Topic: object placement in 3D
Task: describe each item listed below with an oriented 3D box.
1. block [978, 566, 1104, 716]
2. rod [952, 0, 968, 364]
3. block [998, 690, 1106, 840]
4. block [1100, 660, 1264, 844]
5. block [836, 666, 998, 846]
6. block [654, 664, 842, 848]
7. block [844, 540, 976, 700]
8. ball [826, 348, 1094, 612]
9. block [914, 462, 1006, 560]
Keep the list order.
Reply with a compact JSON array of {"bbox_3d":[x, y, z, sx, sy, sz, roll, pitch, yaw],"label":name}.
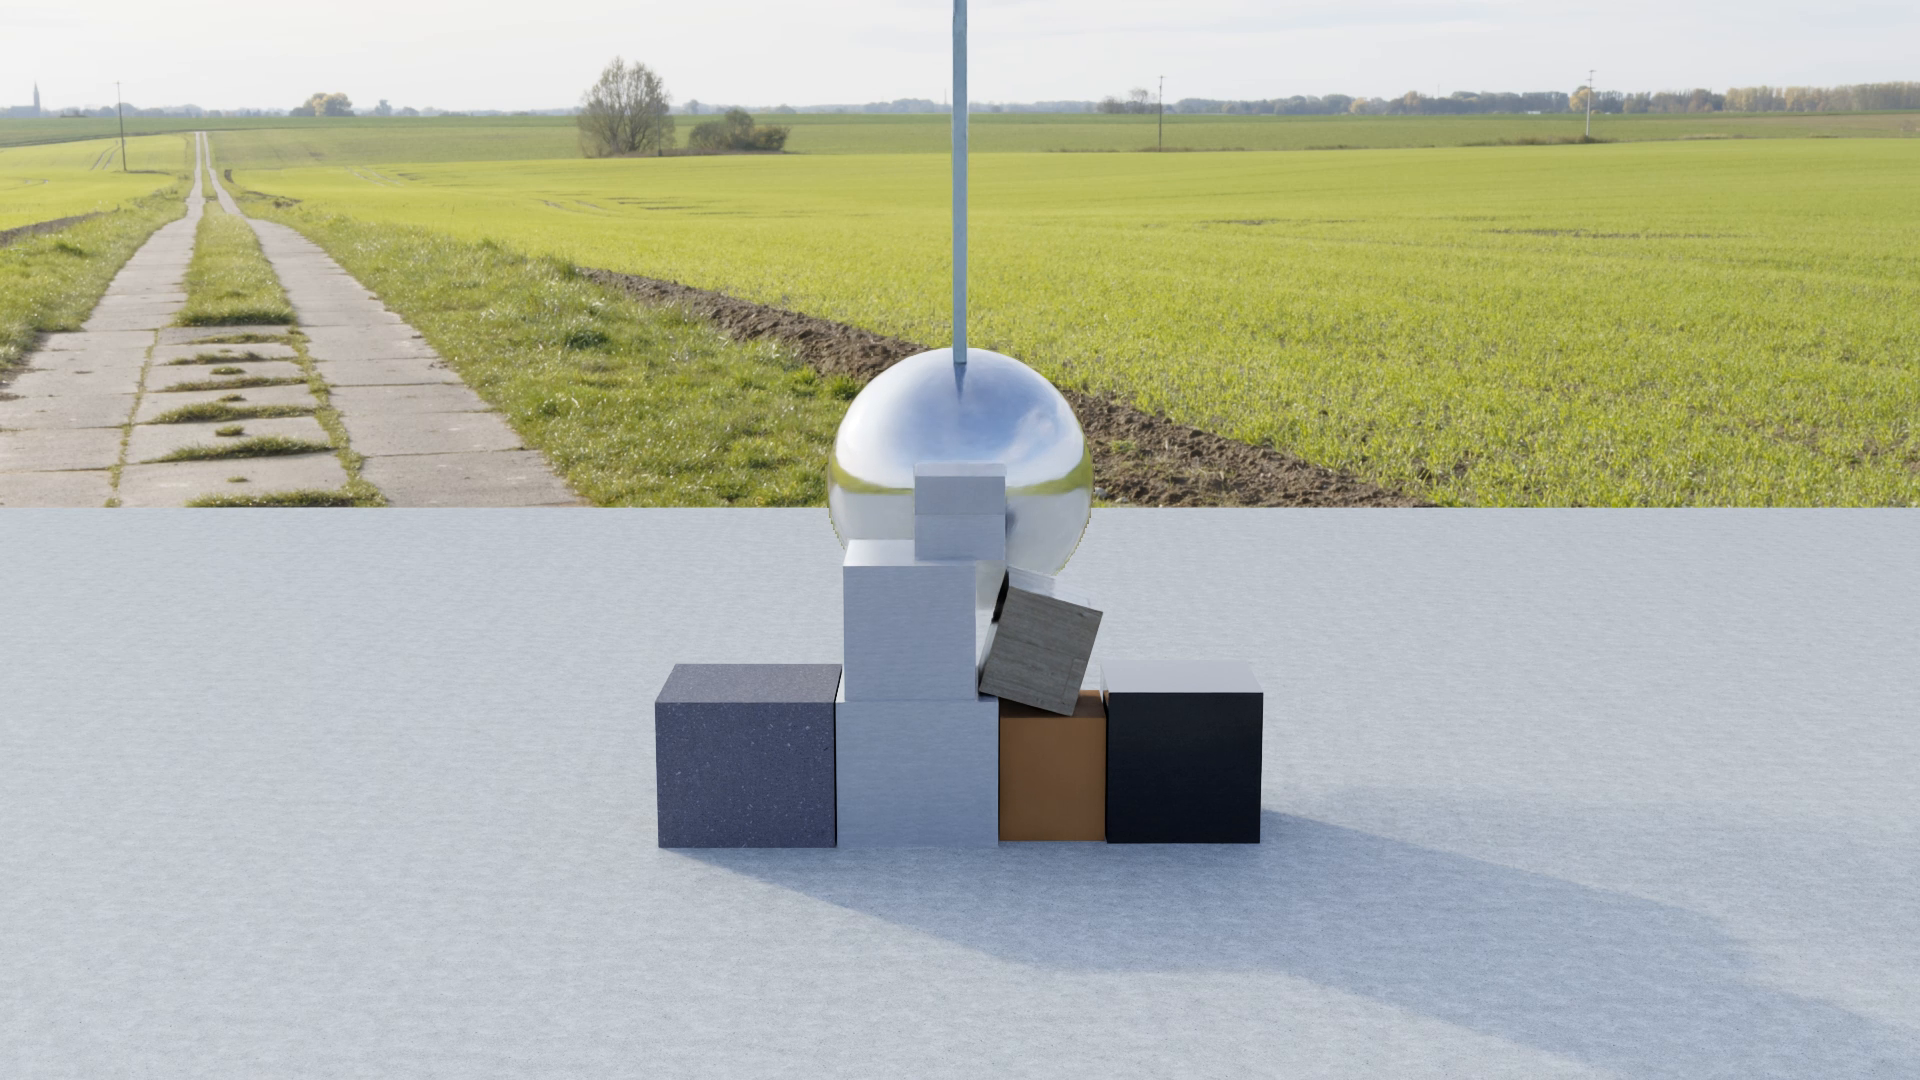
[{"bbox_3d":[0.405,0.512,11.268,0.488,0.561,0.526,16,10,-3],"label":"block"},{"bbox_3d":[0.000,-3.286,11.496,0.080,5.200,0.080,0,31,0],"label":"rod"},{"bbox_3d":[0.468,1.160,11.386,0.533,0.644,0.571,0,10,0],"label":"block"},{"bbox_3d":[1.131,1.086,11.392,0.772,0.788,0.694,0,10,0],"label":"block"},{"bbox_3d":[-0.214,1.105,11.390,0.810,0.750,0.784,0,10,0],"label":"block"},{"bbox_3d":[-1.073,1.104,11.391,0.888,0.753,0.818,0,10,0],"label":"block"},{"bbox_3d":[-0.249,0.399,11.268,0.656,0.684,0.729,0,10,0],"label":"block"},{"bbox_3d":[0.000,-0.358,13.224,1.600,1.600,1.600,0,10,0],"label":"ball"},{"bbox_3d":[0.000,-0.147,11.168,0.451,0.427,0.463,0,10,0],"label":"block"}]
